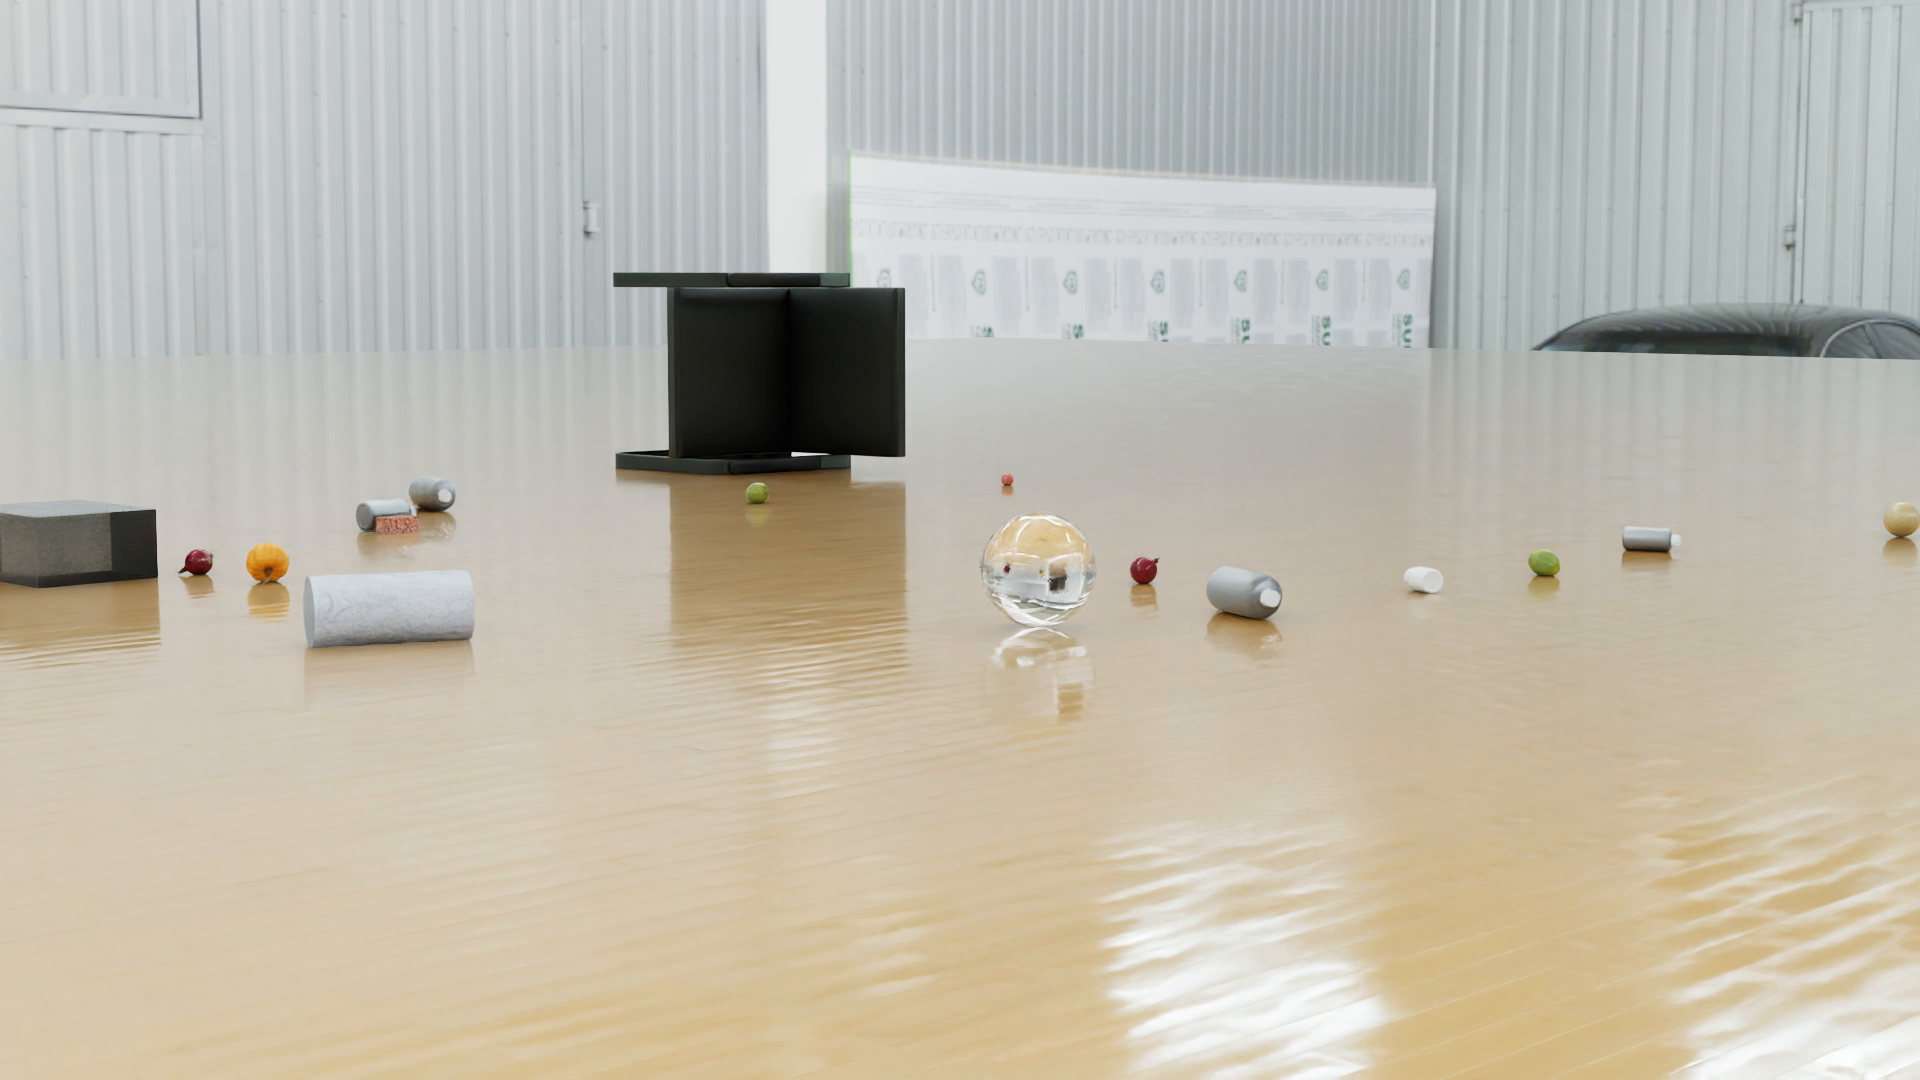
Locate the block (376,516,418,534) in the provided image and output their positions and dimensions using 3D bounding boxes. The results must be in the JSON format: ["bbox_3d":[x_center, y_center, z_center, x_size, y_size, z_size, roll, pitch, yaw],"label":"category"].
[{"bbox_3d":[-1.446,-0.039,6.594,0.064,0.040,0.085,4,7,37],"label":"block"}]

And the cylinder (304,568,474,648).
[{"bbox_3d":[-1.025,0.122,4.606,0.282,0.128,0.132,-2,20,-23],"label":"cylinder"}]

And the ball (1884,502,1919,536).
[{"bbox_3d":[2.381,-0.052,6.484,0.089,0.089,0.089,0,6,0],"label":"ball"}]

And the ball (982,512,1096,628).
[{"bbox_3d":[0.148,0.056,4.813,0.217,0.217,0.217,0,6,0],"label":"ball"}]

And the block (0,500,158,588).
[{"bbox_3d":[-1.978,0.005,5.632,0.357,0.150,0.275,6,8,44],"label":"block"}]
